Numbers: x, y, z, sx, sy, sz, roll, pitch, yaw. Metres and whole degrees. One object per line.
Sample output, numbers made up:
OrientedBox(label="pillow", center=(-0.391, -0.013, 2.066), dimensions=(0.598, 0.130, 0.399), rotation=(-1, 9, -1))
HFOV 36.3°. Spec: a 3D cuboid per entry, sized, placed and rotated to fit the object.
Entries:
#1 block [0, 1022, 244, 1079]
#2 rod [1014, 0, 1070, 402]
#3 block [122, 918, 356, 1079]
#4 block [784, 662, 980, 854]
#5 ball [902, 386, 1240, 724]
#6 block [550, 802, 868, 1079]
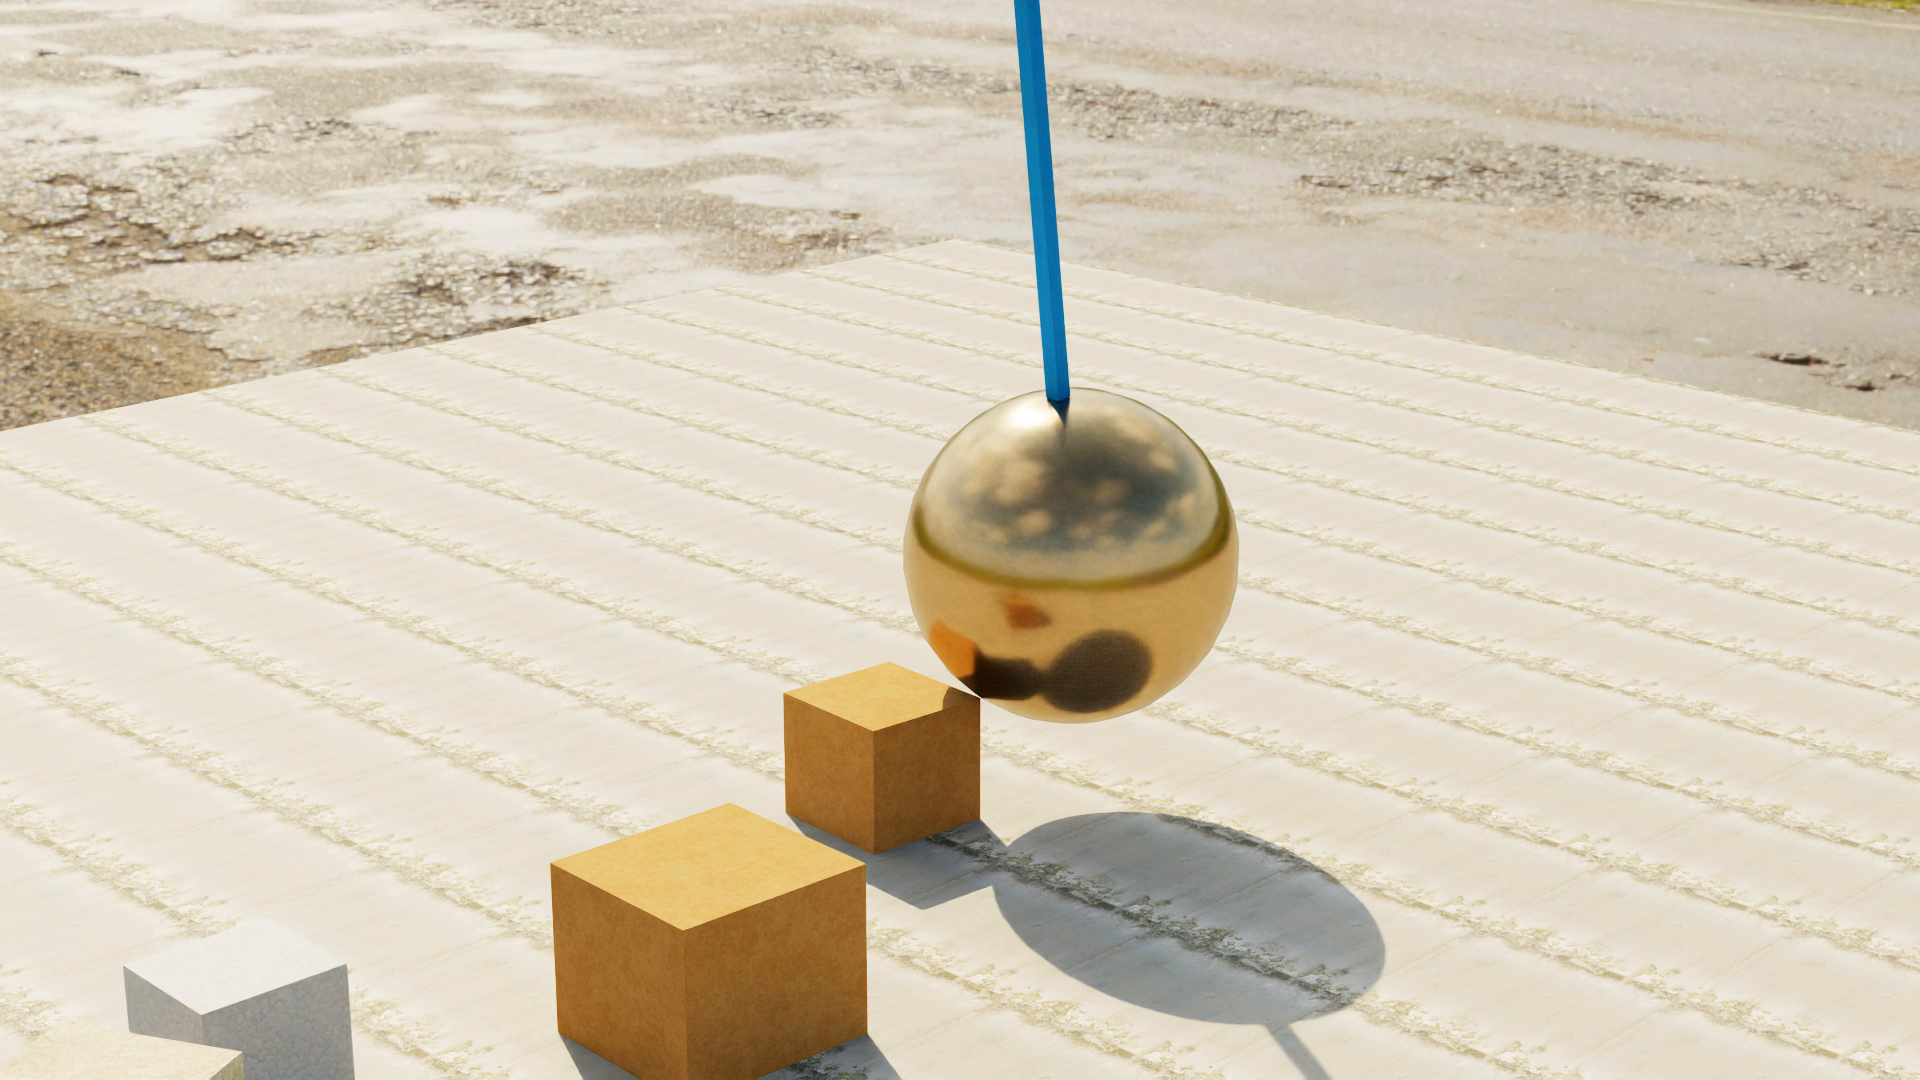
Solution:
OrientedBox(label="block", center=(-2.960, 2.188, 10.182), dimensions=(0.738, 0.720, 0.635), rotation=(6, 18, 17))
OrientedBox(label="rod", center=(0.228, -3.055, 12.621), dimensions=(0.080, 5.200, 0.080), rotation=(17, 31, 42))
OrientedBox(label="block", center=(-2.801, 1.897, 11.408), dimensions=(0.633, 0.541, 0.586), rotation=(-16, 24, -41))
OrientedBox(label="block", center=(-0.373, 1.033, 14.028), dimensions=(0.659, 0.618, 0.675), rotation=(-15, 23, -39))
OrientedBox(label="ball", center=(0.527, 0.074, 13.917), dimensions=(1.600, 1.600, 1.600), rotation=(0, 17, 0))
OrientedBox(label="block", center=(-1.009, 1.650, 11.842), dimensions=(0.920, 0.750, 0.869), rotation=(-16, 23, -40))
